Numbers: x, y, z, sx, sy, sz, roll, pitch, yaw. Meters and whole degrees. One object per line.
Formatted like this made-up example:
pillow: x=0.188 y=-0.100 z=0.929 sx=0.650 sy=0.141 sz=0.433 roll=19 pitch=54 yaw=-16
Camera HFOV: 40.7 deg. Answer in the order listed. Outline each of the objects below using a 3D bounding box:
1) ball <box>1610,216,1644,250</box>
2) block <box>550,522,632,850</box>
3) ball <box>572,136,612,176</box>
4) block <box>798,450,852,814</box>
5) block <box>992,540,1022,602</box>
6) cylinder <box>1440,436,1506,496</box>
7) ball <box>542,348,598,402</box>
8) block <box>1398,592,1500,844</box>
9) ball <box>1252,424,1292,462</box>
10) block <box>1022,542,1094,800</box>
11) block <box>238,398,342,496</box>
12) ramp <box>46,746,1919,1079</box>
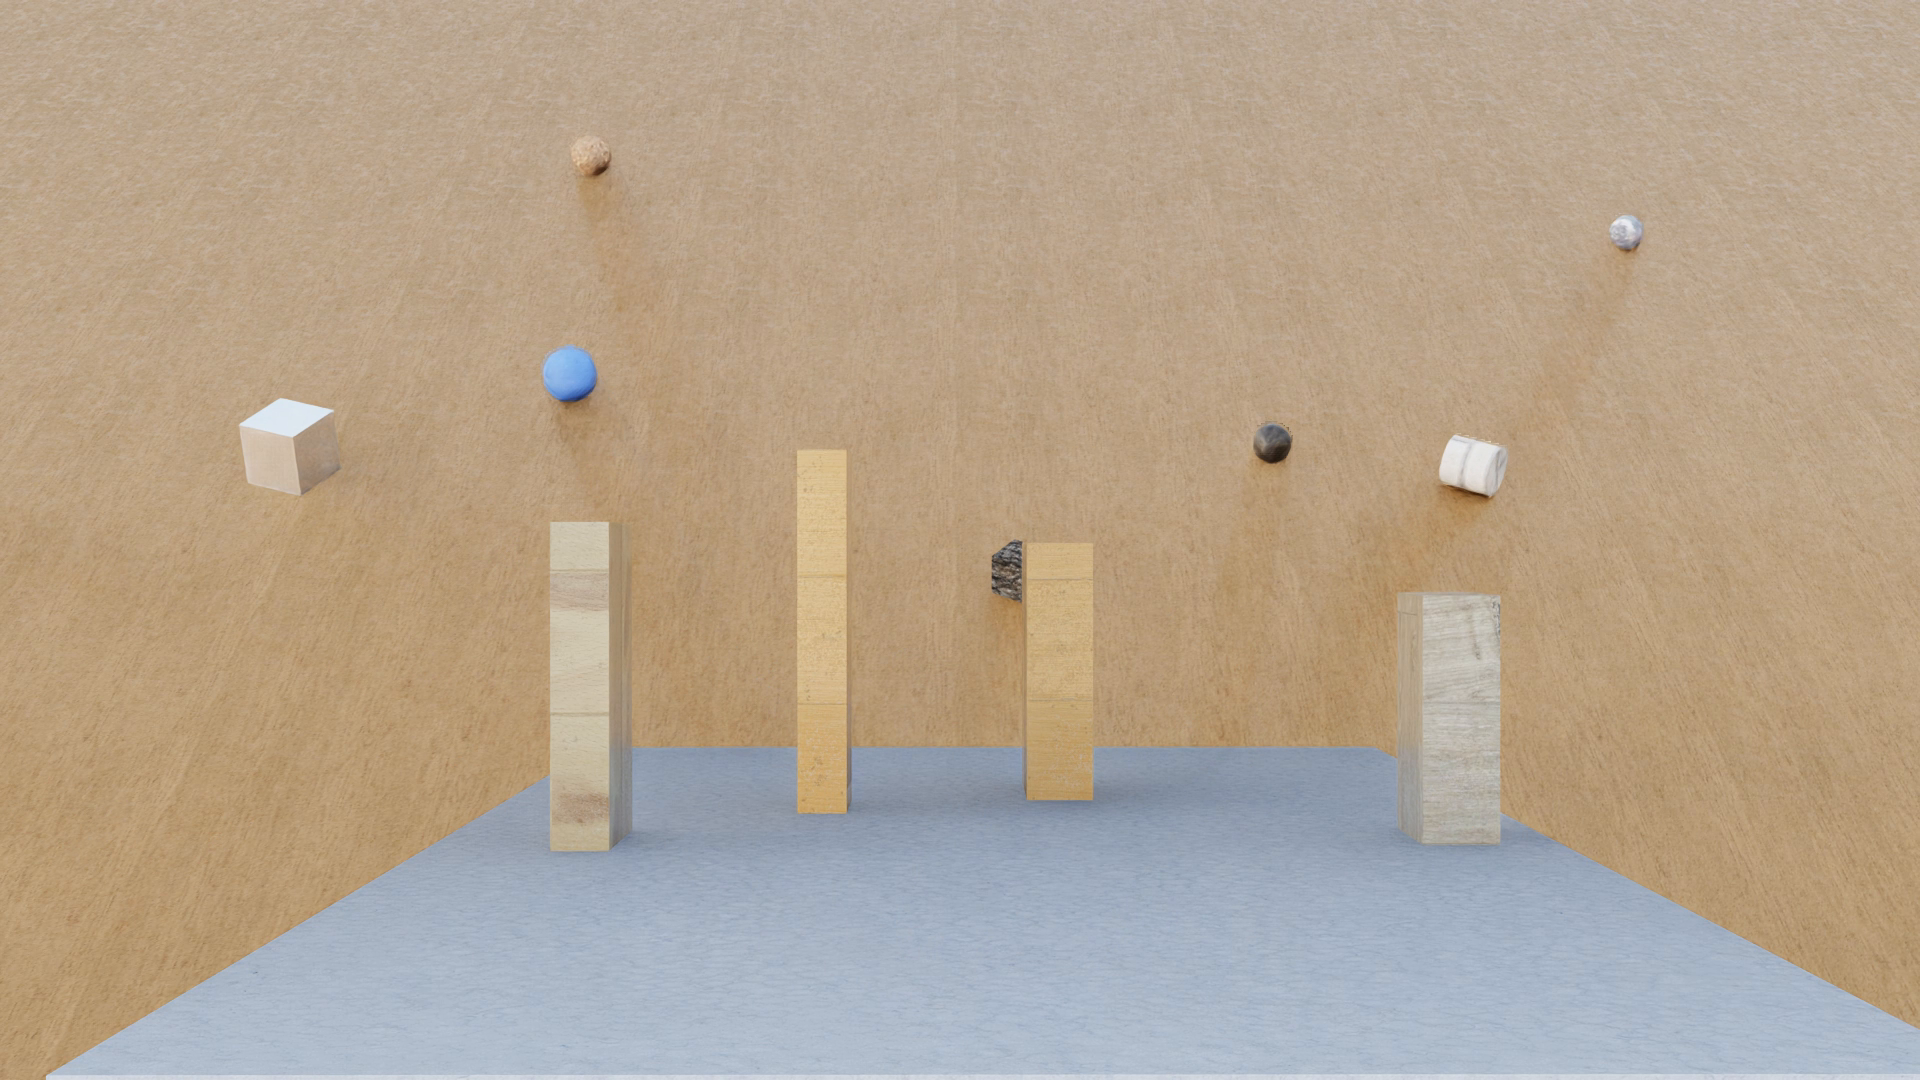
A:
ball: x=2.496 y=-1.153 z=9.682 sx=0.126 sy=0.126 sz=0.126 roll=0 pitch=29 yaw=0
block: x=-0.660 y=0.254 z=4.647 sx=0.102 sy=0.571 sz=0.319 roll=0 pitch=0 yaw=0
ball: x=-1.473 y=-1.536 z=10.328 sx=0.159 sy=0.159 sz=0.159 roll=0 pitch=29 yaw=0
block: x=-0.272 y=0.179 z=5.208 sx=0.097 sy=0.716 sz=0.246 roll=0 pitch=0 yaw=0
block: x=0.175 y=0.091 z=7.477 sx=0.121 sy=0.121 sz=0.121 roll=18 pitch=34 yaw=29
cylinder: x=1.590 y=-0.230 z=8.012 sx=0.156 sy=0.156 sz=0.156 roll=17 pitch=34 yaw=28
ball: x=-1.290 y=-0.545 z=8.548 sx=0.179 sy=0.179 sz=0.179 roll=0 pitch=29 yaw=0
block: x=0.886 y=0.318 z=4.701 sx=0.137 sy=0.440 sz=0.267 roll=0 pitch=0 yaw=0
ball: x=0.987 y=-0.306 z=8.180 sx=0.123 sy=0.123 sz=0.123 roll=0 pitch=29 yaw=0
block: x=0.206 y=0.271 z=5.530 sx=0.136 sy=0.529 sz=0.398 roll=0 pitch=0 yaw=0
block: x=-2.089 y=-0.291 z=8.071 sx=0.205 sy=0.205 sz=0.205 roll=13 pitch=32 yaw=21
ramp: x=0.066 y=0.589 z=4.640 sx=2.000 sy=0.100 sz=4.000 roll=0 pitch=0 yaw=0
